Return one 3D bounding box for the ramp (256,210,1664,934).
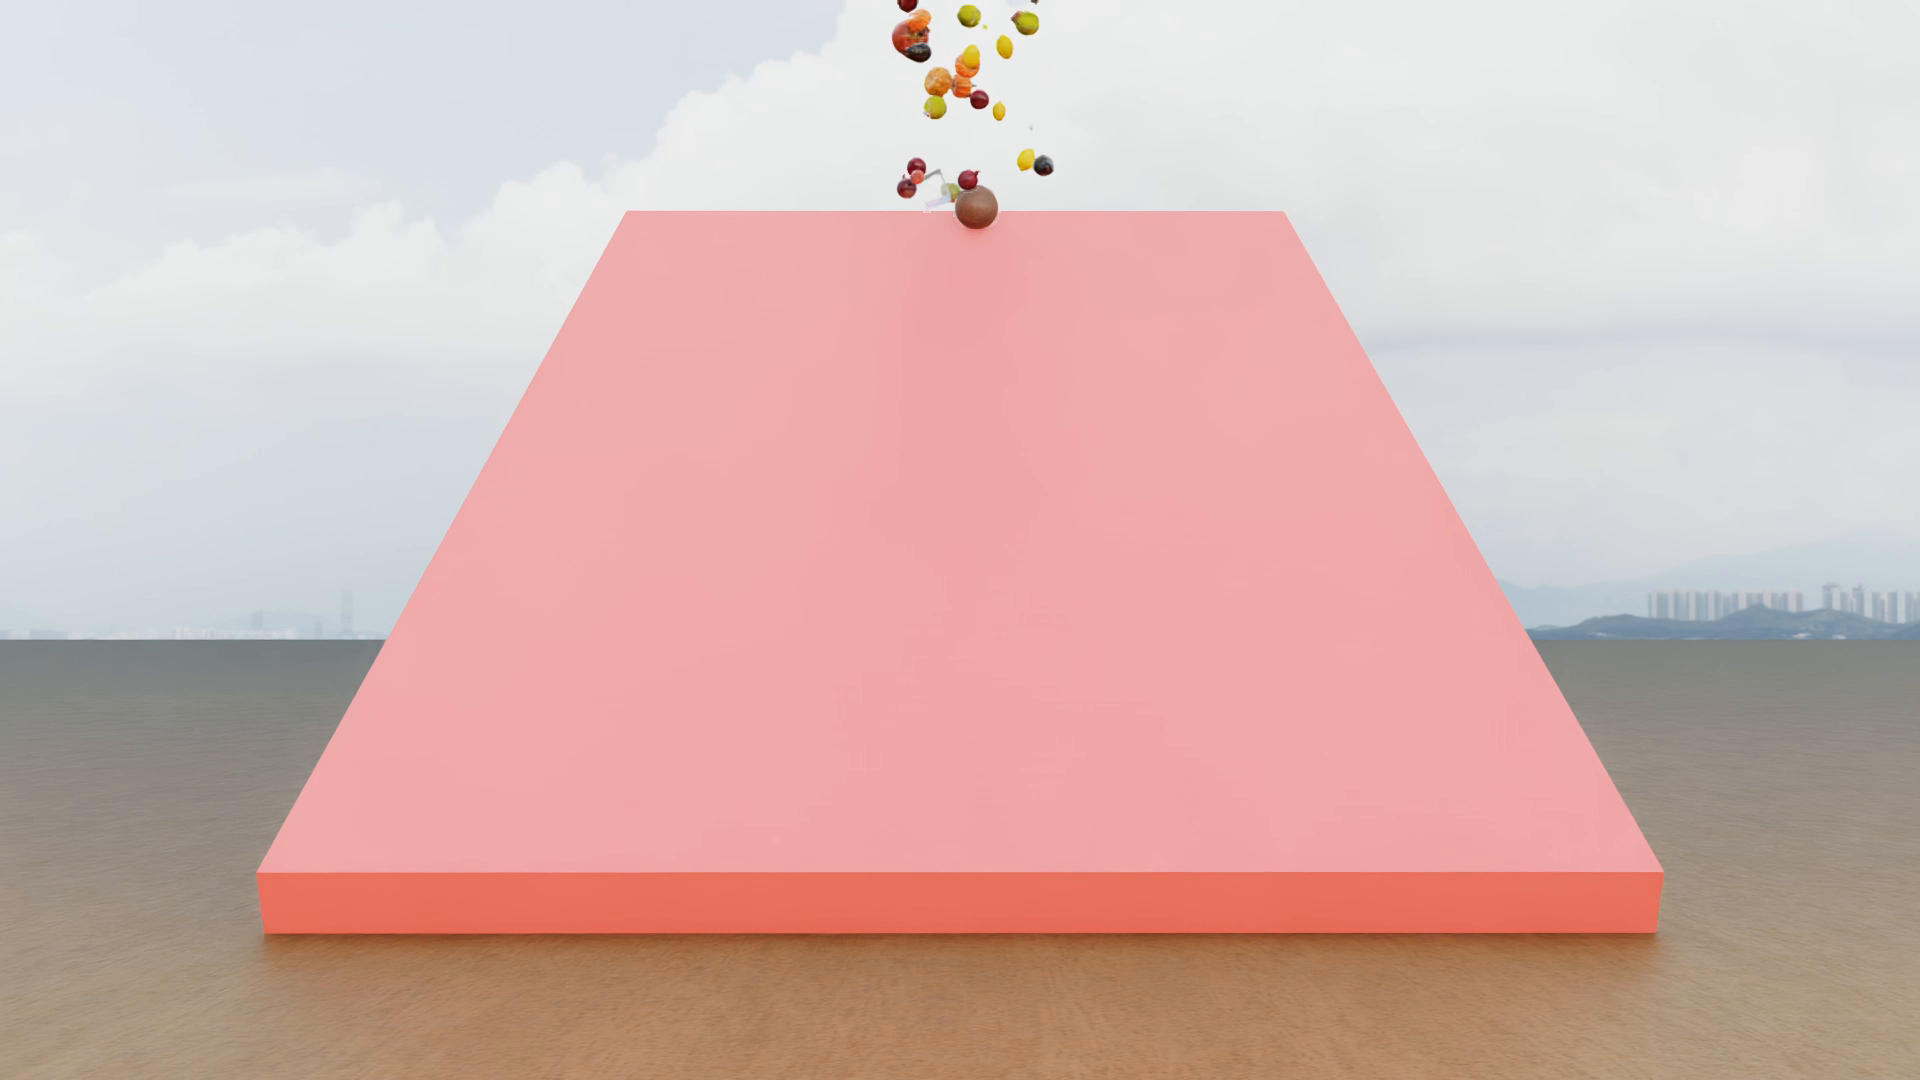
[{"bbox_3d":[-0.006,-0.219,5.132,2.000,0.100,4.000,0,22,0],"label":"ramp"}]

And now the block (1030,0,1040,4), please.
[{"bbox_3d":[0.204,-1.629,6.682,0.082,0.082,0.082,50,18,31],"label":"block"}]

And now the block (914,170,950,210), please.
[{"bbox_3d":[-0.079,-1.010,6.613,0.078,0.078,0.078,-23,-8,-3],"label":"block"}]
